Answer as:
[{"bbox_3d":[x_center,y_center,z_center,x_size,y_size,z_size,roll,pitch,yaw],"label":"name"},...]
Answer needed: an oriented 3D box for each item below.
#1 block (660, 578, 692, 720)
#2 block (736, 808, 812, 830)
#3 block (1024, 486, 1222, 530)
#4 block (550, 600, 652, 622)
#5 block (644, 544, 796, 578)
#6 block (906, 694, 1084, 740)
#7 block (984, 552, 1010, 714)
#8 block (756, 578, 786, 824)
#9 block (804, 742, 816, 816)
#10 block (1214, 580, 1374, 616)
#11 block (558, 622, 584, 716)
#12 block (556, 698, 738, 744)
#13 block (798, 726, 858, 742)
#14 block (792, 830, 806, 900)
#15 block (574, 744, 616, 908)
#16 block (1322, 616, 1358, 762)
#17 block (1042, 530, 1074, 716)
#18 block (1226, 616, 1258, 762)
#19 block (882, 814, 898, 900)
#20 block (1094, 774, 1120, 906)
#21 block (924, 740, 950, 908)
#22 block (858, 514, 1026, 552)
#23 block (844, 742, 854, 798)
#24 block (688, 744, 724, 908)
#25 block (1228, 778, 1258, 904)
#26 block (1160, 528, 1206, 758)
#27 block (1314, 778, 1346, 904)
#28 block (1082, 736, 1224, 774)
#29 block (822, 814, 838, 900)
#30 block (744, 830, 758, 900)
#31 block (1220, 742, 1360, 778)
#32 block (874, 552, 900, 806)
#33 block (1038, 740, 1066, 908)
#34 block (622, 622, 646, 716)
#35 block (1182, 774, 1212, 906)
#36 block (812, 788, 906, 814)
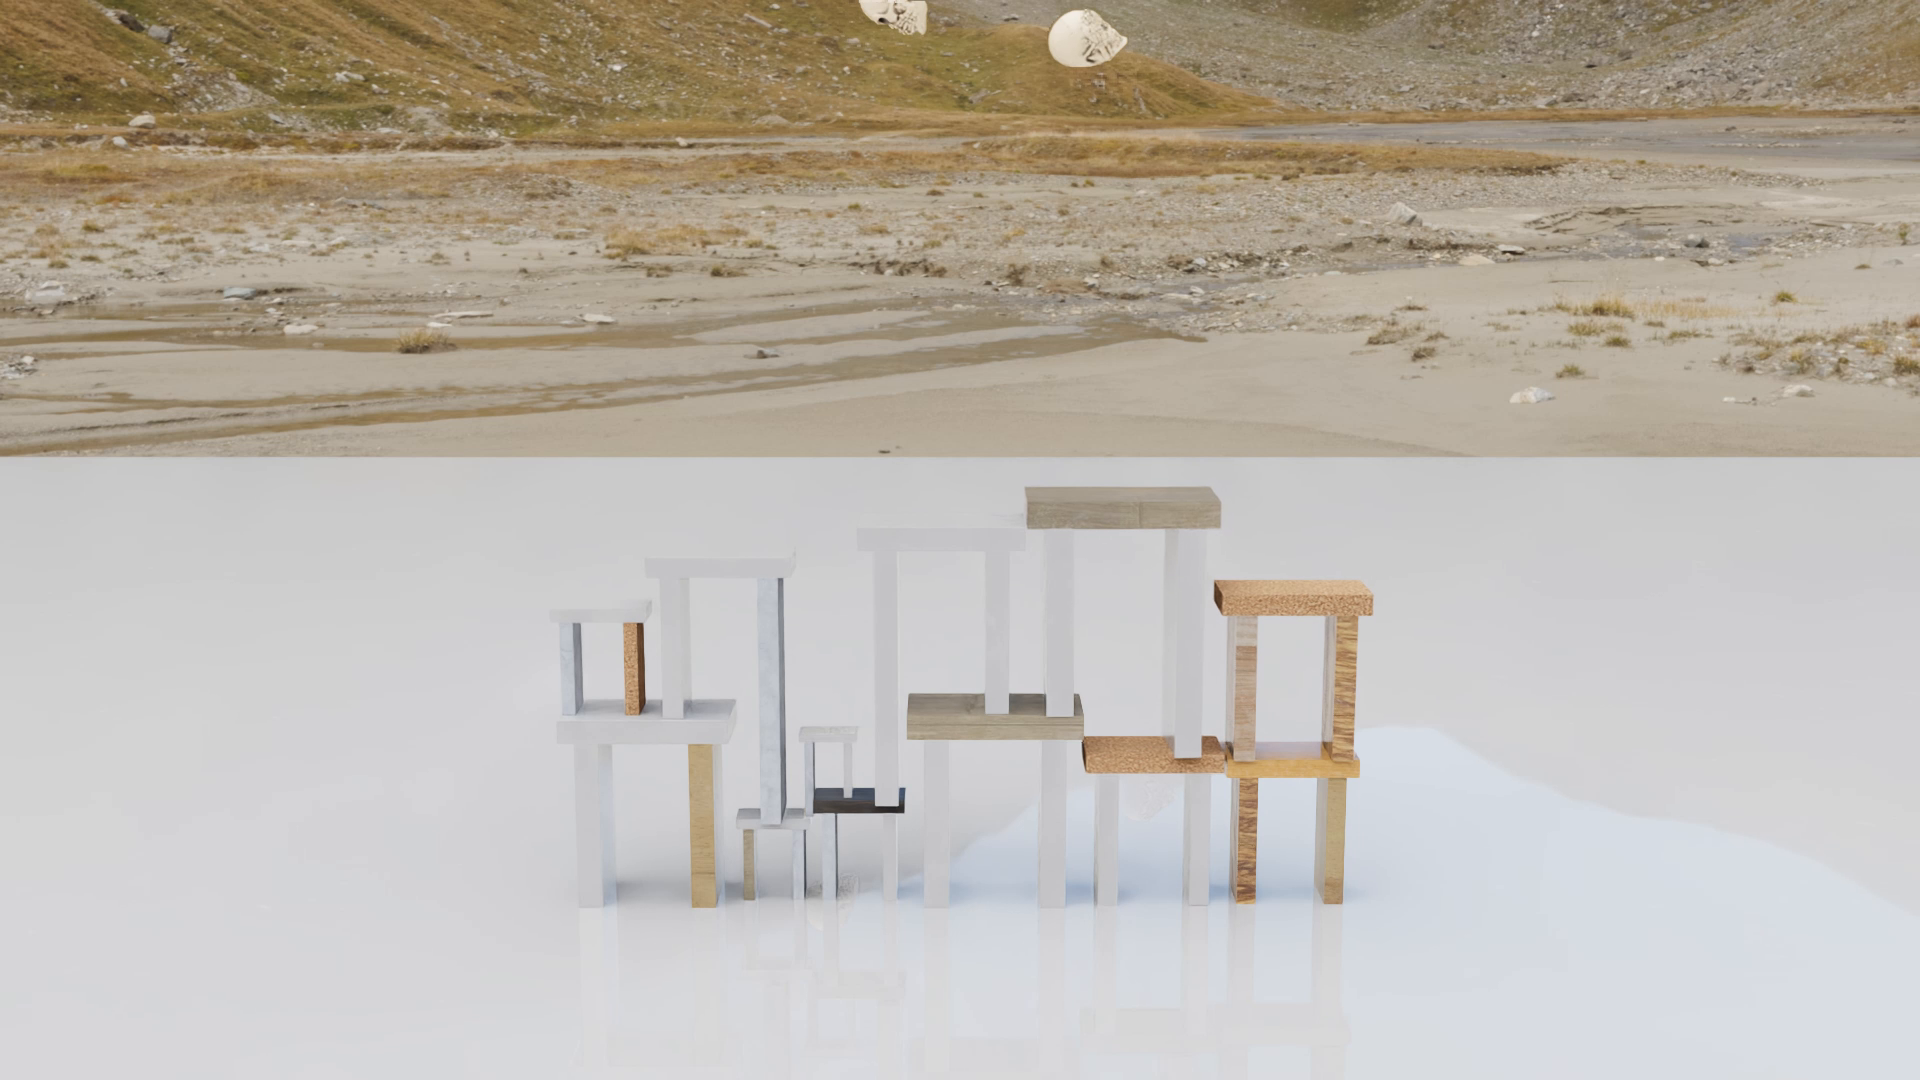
[{"bbox_3d":[-0.463,0.165,3.588,0.033,0.233,0.117,0,11,0],"label":"block"},{"bbox_3d":[-0.307,0.462,3.643,0.122,0.017,0.061,0,11,0],"label":"block"},{"bbox_3d":[0.259,-0.053,3.549,0.306,0.043,0.153,0,11,0],"label":"block"},{"bbox_3d":[-0.584,0.115,3.584,0.155,0.022,0.077,0,11,0],"label":"block"},{"bbox_3d":[-0.386,0.034,3.564,0.233,0.033,0.117,0,11,0],"label":"block"},{"bbox_3d":[0.057,0.290,3.614,0.285,0.040,0.143,0,11,0],"label":"block"},{"bbox_3d":[0.060,0.137,3.589,0.038,0.268,0.134,0,11,0],"label":"block"},{"bbox_3d":[-0.308,0.252,3.604,0.033,0.410,0.117,0,11,0],"label":"block"},{"bbox_3d":[-0.248,0.389,3.636,0.014,0.127,0.048,0,11,0],"label":"block"},{"bbox_3d":[0.540,0.094,3.576,0.241,0.034,0.121,0,11,0],"label":"block"},{"bbox_3d":[-0.636,0.202,3.600,0.022,0.155,0.077,0,11,0],"label":"block"},{"bbox_3d":[-0.512,0.298,3.616,0.277,0.039,0.139,0,11,0],"label":"block"},{"bbox_3d":[-0.216,0.320,3.624,0.095,0.014,0.048,0,11,0],"label":"block"},{"bbox_3d":[-0.266,0.530,3.656,0.017,0.122,0.061,0,11,0],"label":"block"},{"bbox_3d":[-0.604,0.454,3.645,0.039,0.277,0.139,0,11,0],"label":"block"},{"bbox_3d":[0.621,0.229,3.600,0.034,0.241,0.121,0,11,1],"label":"block"},{"bbox_3d":[0.160,0.119,3.580,0.043,0.306,0.153,0,11,0],"label":"block"},{"bbox_3d":[0.460,0.229,3.601,0.034,0.241,0.121,0,11,0],"label":"block"},{"bbox_3d":[-0.116,0.516,3.658,0.021,0.150,0.075,0,11,0],"label":"block"},{"bbox_3d":[0.242,0.480,3.646,0.032,0.225,0.113,0,11,0],"label":"block"},{"bbox_3d":[-0.038,0.450,3.643,0.040,0.285,0.143,0,11,0],"label":"block"},{"bbox_3d":[-0.029,-0.013,3.561,0.268,0.038,0.134,0,11,0],"label":"block"},{"bbox_3d":[-0.184,0.374,3.634,0.014,0.095,0.048,0,11,0],"label":"block"},{"bbox_3d":[-0.420,0.454,3.645,0.039,0.277,0.139,0,11,0],"label":"block"},{"bbox_3d":[0.471,0.483,3.652,0.031,0.216,0.108,0,11,0],"label":"block"},{"bbox_3d":[0.363,0.153,3.587,0.043,0.375,0.153,-1,10,-3],"label":"block"},{"bbox_3d":[0.615,0.483,3.652,0.031,0.216,0.108,0,11,0],"label":"block"},{"bbox_3d":[0.316,0.353,3.623,0.225,0.032,0.113,0,10,-1],"label":"block"},{"bbox_3d":[-0.216,0.516,3.658,0.021,0.150,0.075,0,11,0],"label":"block"},{"bbox_3d":[-0.348,0.530,3.656,0.017,0.122,0.061,0,11,0],"label":"block"},{"bbox_3d":[0.542,0.362,3.629,0.216,0.031,0.108,0,11,0],"label":"block"},{"bbox_3d":[-0.119,0.213,3.603,0.038,0.422,0.134,0,11,0],"label":"block"},{"bbox_3d":[0.152,0.450,3.643,0.040,0.285,0.143,0,11,0],"label":"block"},{"bbox_3d":[-0.533,0.202,3.600,0.022,0.155,0.077,0,11,0],"label":"block"},{"bbox_3d":[0.392,0.480,3.646,0.032,0.225,0.113,0,10,0],"label":"block"},{"bbox_3d":[-0.166,0.431,3.642,0.150,0.021,0.075,0,11,0],"label":"block"}]
